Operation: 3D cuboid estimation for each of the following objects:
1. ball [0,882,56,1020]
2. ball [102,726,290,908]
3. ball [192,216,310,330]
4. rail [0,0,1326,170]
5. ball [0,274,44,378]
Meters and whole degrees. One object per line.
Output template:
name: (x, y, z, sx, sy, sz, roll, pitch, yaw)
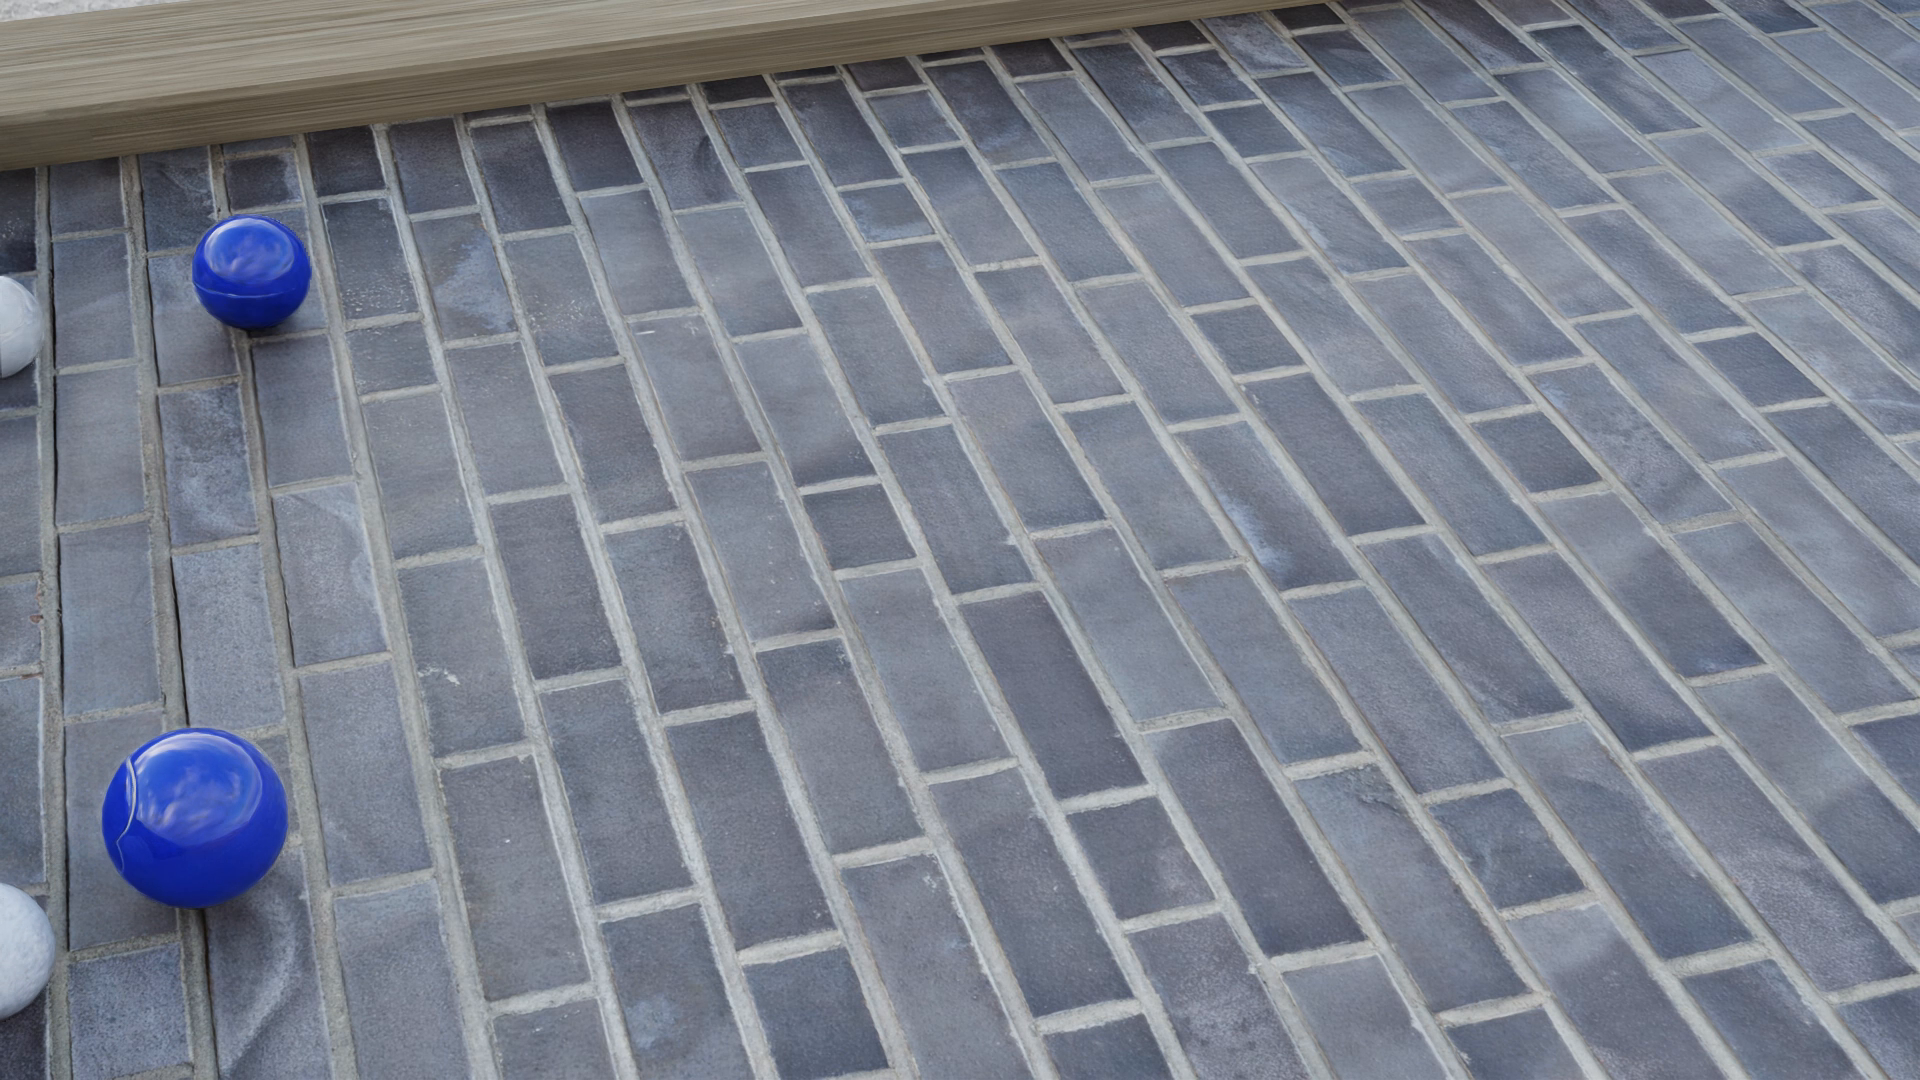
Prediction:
ball: (-0.497, 0.209, 1.301, 0.072, 0.072, 0.072, 0, 35, 0)
ball: (-0.407, 0.148, 1.367, 0.096, 0.096, 0.096, 0, 35, 0)
ball: (-0.513, -0.193, 1.858, 0.083, 0.083, 0.083, 0, 35, 0)
rail: (0.412, -0.544, 2.314, 2.621, 0.125, 0.045, -10, 37, -14)
ball: (-0.684, -0.150, 1.804, 0.075, 0.075, 0.075, 0, 35, 0)
